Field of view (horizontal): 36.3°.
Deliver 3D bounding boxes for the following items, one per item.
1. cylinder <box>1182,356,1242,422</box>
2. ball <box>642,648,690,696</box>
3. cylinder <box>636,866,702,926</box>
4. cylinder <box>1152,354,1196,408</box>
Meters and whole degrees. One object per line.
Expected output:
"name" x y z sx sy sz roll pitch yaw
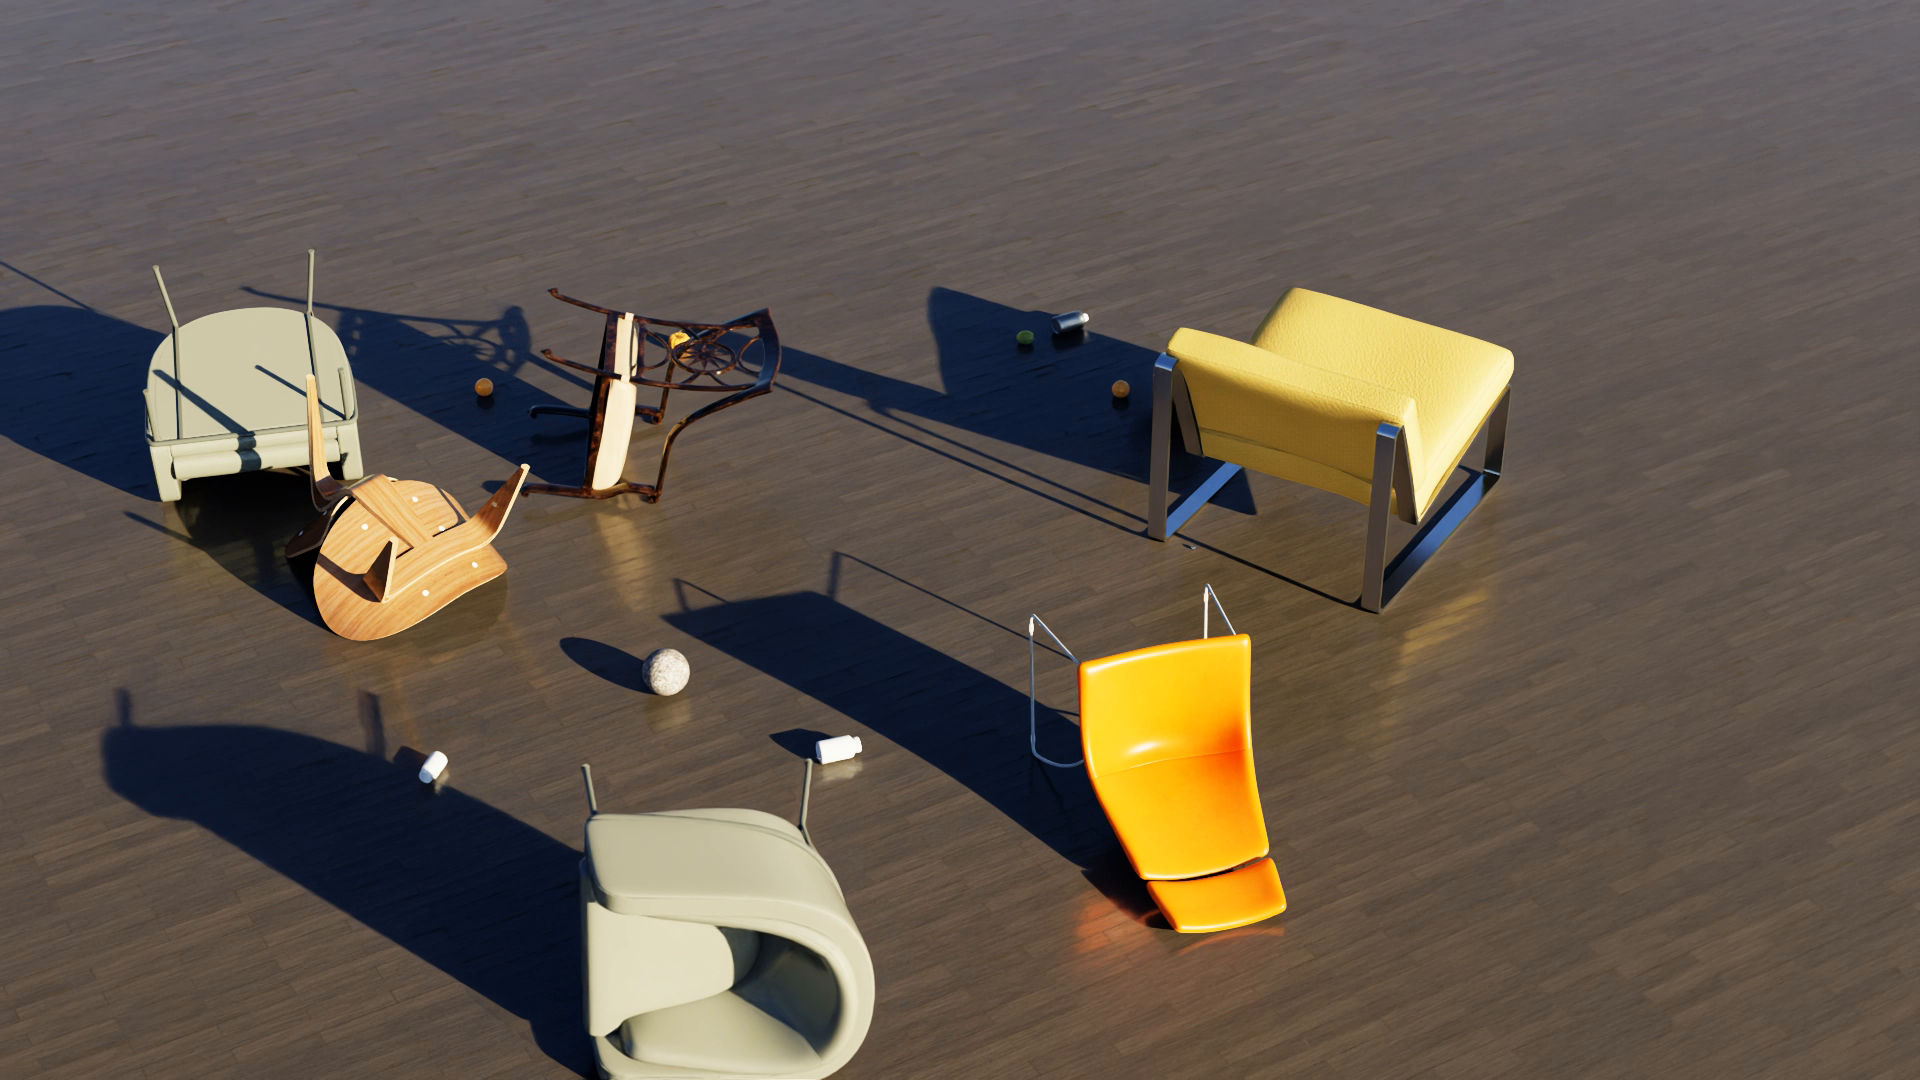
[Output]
"cylinder" 1.002 -0.601 11.655 0.133 0.221 0.230 25 66 33
"ball" -1.014 0.455 10.105 0.165 0.165 0.165 0 33 0
"cylinder" -0.905 1.110 9.143 0.148 0.128 0.180 10 41 15
"cylinder" 0.881 -0.636 11.726 0.105 0.184 0.235 30 8 37
